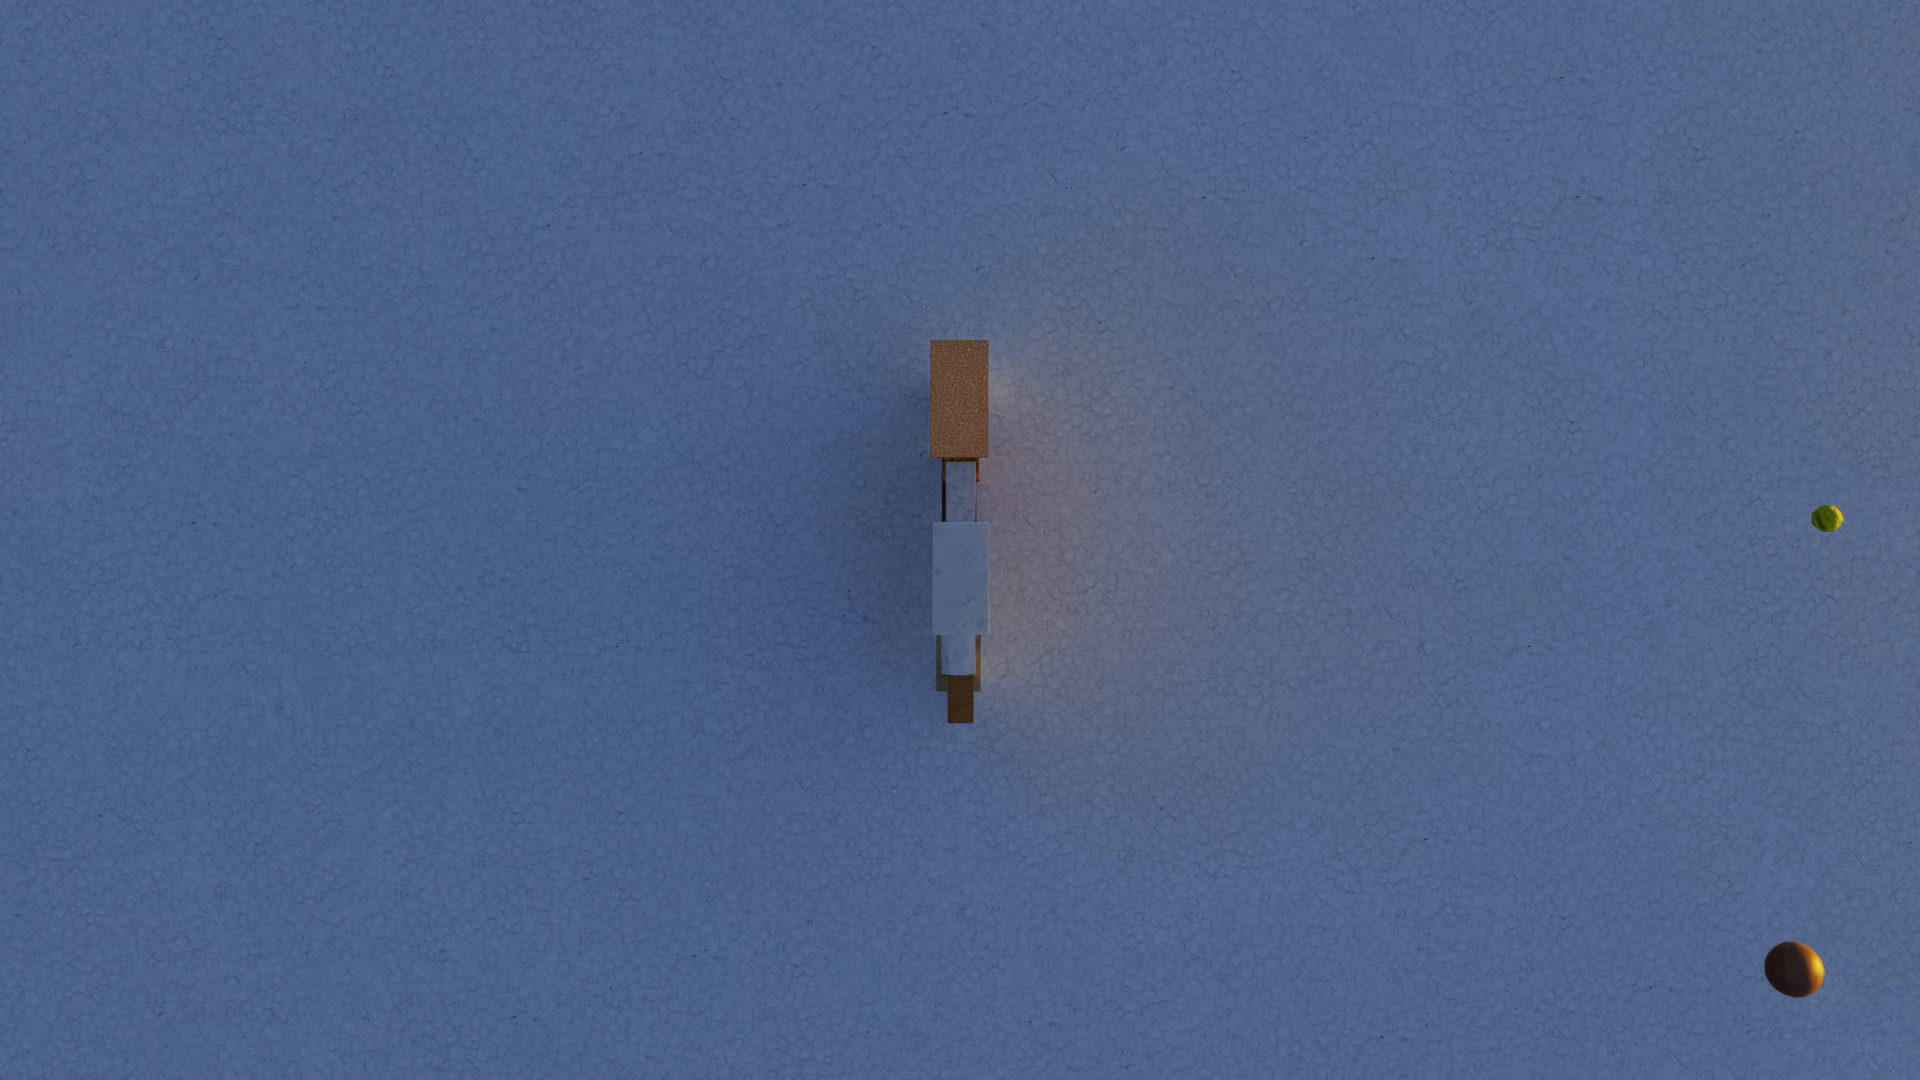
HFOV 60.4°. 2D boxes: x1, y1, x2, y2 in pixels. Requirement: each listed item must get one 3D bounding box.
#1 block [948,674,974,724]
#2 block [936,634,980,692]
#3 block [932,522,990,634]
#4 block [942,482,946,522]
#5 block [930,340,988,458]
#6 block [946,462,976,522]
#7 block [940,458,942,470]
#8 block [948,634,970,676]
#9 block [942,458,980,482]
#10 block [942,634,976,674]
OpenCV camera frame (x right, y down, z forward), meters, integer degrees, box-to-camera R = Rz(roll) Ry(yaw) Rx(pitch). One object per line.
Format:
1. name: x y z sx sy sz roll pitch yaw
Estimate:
1. block: 0.002 0.478 5.013 0.078 0.022 0.157 0 90 0
2. block: -0.005 0.336 5.200 0.140 0.040 0.280 0 90 0
3. block: 0.002 0.107 4.611 0.157 0.044 0.313 0 90 0
4. block: -0.003 -0.110 5.264 0.110 0.031 0.220 0 90 0
5. block: -0.002 -0.393 4.607 0.162 0.046 0.325 0 90 0
6. block: 0.002 -0.140 4.771 0.086 0.024 0.172 0 90 0
7. block: 0.001 -0.351 5.232 0.125 0.035 0.250 0 90 0
8. block: -0.002 0.332 4.812 0.063 0.018 0.125 0 90 0
9. block: 0.002 -0.289 4.971 0.113 0.032 0.227 0 90 0
10. block: -0.005 0.300 4.961 0.103 0.029 0.205 0 90 0
